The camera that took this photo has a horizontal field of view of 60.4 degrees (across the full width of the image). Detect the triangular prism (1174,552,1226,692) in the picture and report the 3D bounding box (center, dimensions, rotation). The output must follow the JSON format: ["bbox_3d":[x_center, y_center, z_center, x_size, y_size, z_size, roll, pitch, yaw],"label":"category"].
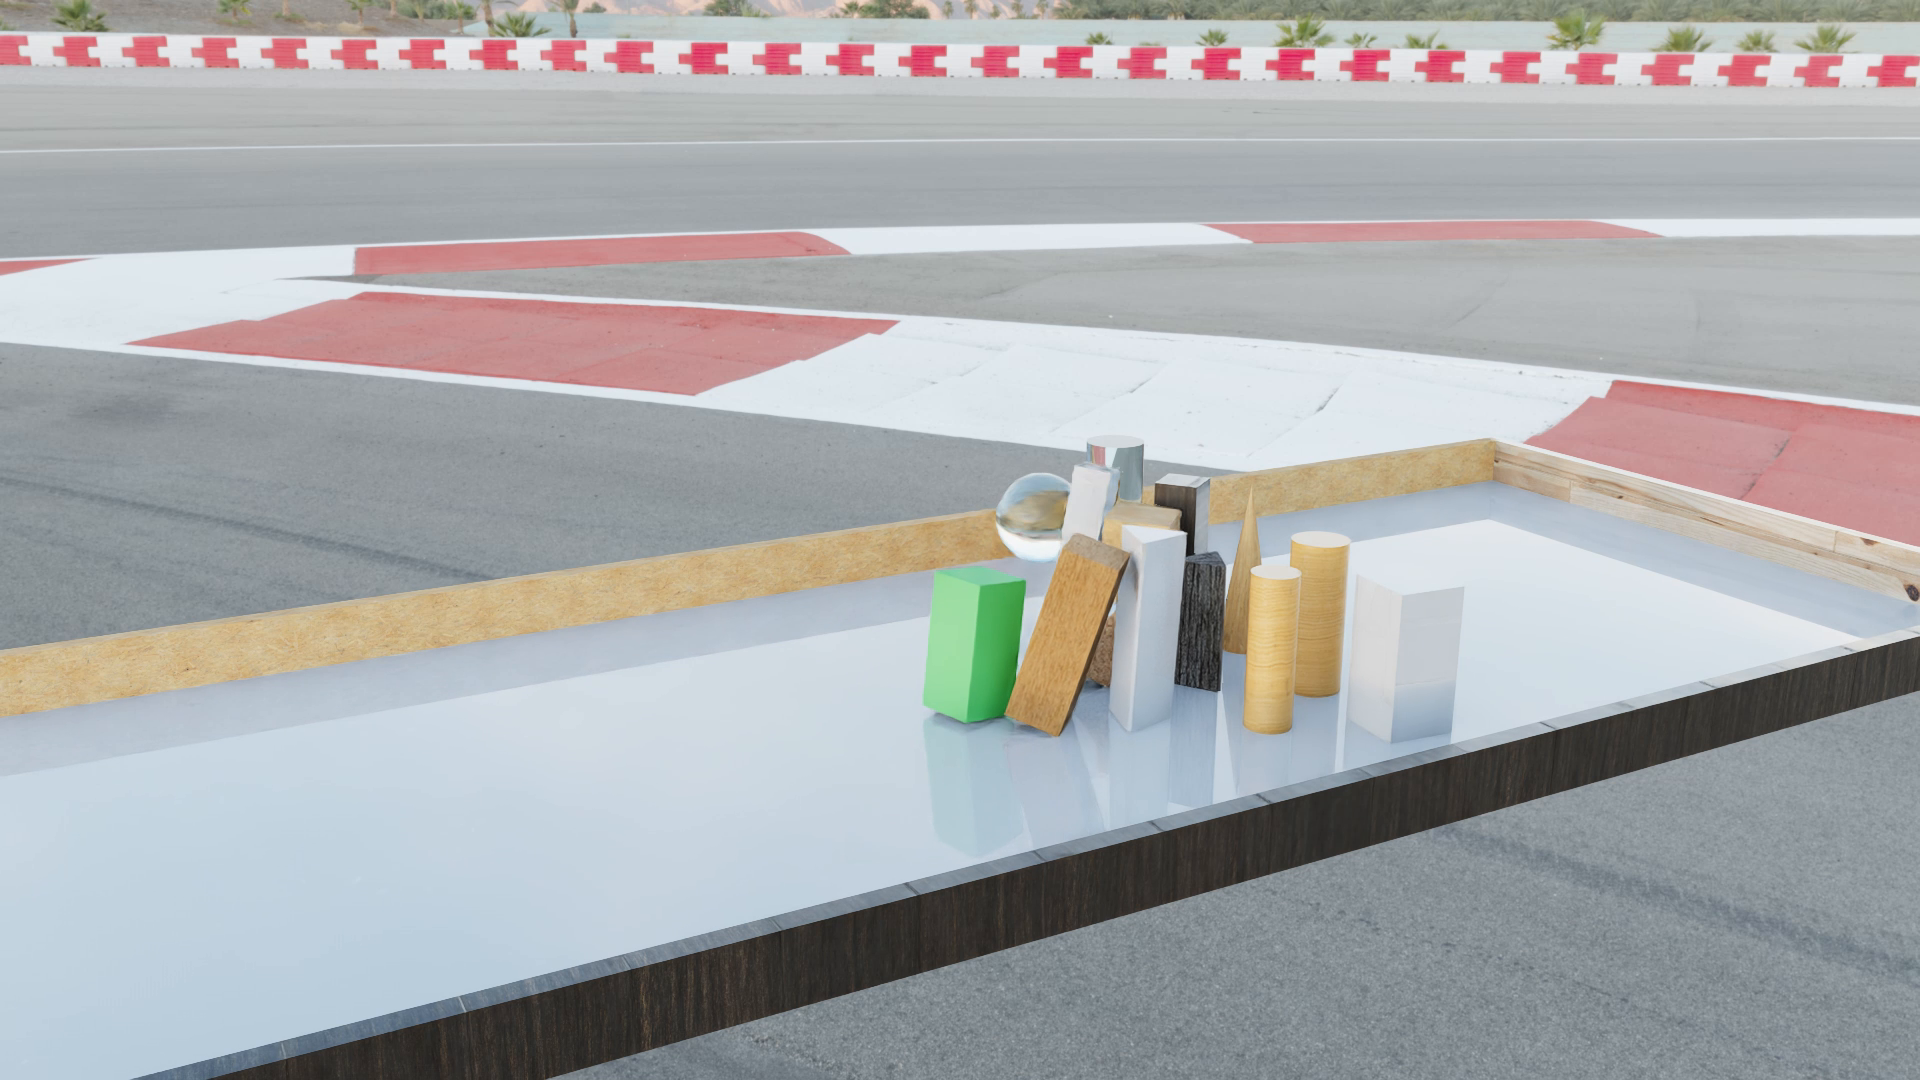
[{"bbox_3d":[0.611,0.198,4.108,0.133,0.324,0.116,9,19,28],"label":"triangular prism"}]

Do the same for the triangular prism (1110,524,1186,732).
[{"bbox_3d":[0.414,0.199,3.853,0.147,0.457,0.127,-12,22,-41],"label":"triangular prism"}]

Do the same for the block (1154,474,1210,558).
[{"bbox_3d":[0.612,0.023,4.583,0.120,0.391,0.120,8,18,25],"label":"block"}]

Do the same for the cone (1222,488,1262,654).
[{"bbox_3d":[0.757,0.067,4.339,0.147,0.445,0.147,0,16,0],"label":"cone"}]

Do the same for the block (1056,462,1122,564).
[{"bbox_3d":[0.338,0.012,4.517,0.103,0.429,0.103,14,12,19],"label":"block"}]

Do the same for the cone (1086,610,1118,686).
[{"bbox_3d":[0.441,0.166,4.044,0.145,0.405,0.145,25,29,-15],"label":"cone"}]

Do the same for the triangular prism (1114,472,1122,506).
[{"bbox_3d":[0.370,0.000,4.622,0.094,0.411,0.081,7,11,-2],"label":"triangular prism"}]

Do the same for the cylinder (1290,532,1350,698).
[{"bbox_3d":[0.875,0.182,4.054,0.141,0.384,0.141,0,16,0],"label":"cylinder"}]

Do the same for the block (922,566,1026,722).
[{"bbox_3d":[0.033,0.244,3.909,0.153,0.329,0.153,-5,15,-43],"label":"block"}]

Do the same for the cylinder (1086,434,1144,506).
[{"bbox_3d":[0.448,-0.072,4.813,0.166,0.443,0.166,0,16,0],"label":"cylinder"}]

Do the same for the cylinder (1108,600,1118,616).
[{"bbox_3d":[0.435,0.219,4.249,0.343,0.133,0.133,-8,13,19],"label":"cylinder"}]

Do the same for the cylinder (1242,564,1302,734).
[{"bbox_3d":[0.722,0.254,3.822,0.114,0.377,0.114,0,16,0],"label":"cylinder"}]

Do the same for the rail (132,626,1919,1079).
[{"bbox_3d":[-2.336,1.006,1.665,12.000,0.150,0.050,-9,18,-27],"label":"rail"}]

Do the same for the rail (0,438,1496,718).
[{"bbox_3d":[-3.305,0.497,3.399,12.000,0.150,0.050,-9,18,-27],"label":"rail"}]

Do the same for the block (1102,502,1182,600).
[{"bbox_3d":[0.472,0.102,4.370,0.173,0.353,0.173,8,18,16],"label":"block"}]

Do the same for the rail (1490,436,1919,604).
[{"bbox_3d":[2.466,-0.048,5.253,0.050,0.150,2.100,-9,18,-27],"label":"rail"}]

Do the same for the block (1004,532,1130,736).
[{"bbox_3d":[0.247,0.218,3.802,0.137,0.435,0.137,22,21,10],"label":"block"}]

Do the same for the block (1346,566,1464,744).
[{"bbox_3d":[1.030,0.263,3.825,0.172,0.358,0.172,-7,18,-22],"label":"block"}]

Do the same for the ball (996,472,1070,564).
[{"bbox_3d":[0.235,-0.064,4.779,0.264,0.264,0.264,0,16,0],"label":"ball"}]
